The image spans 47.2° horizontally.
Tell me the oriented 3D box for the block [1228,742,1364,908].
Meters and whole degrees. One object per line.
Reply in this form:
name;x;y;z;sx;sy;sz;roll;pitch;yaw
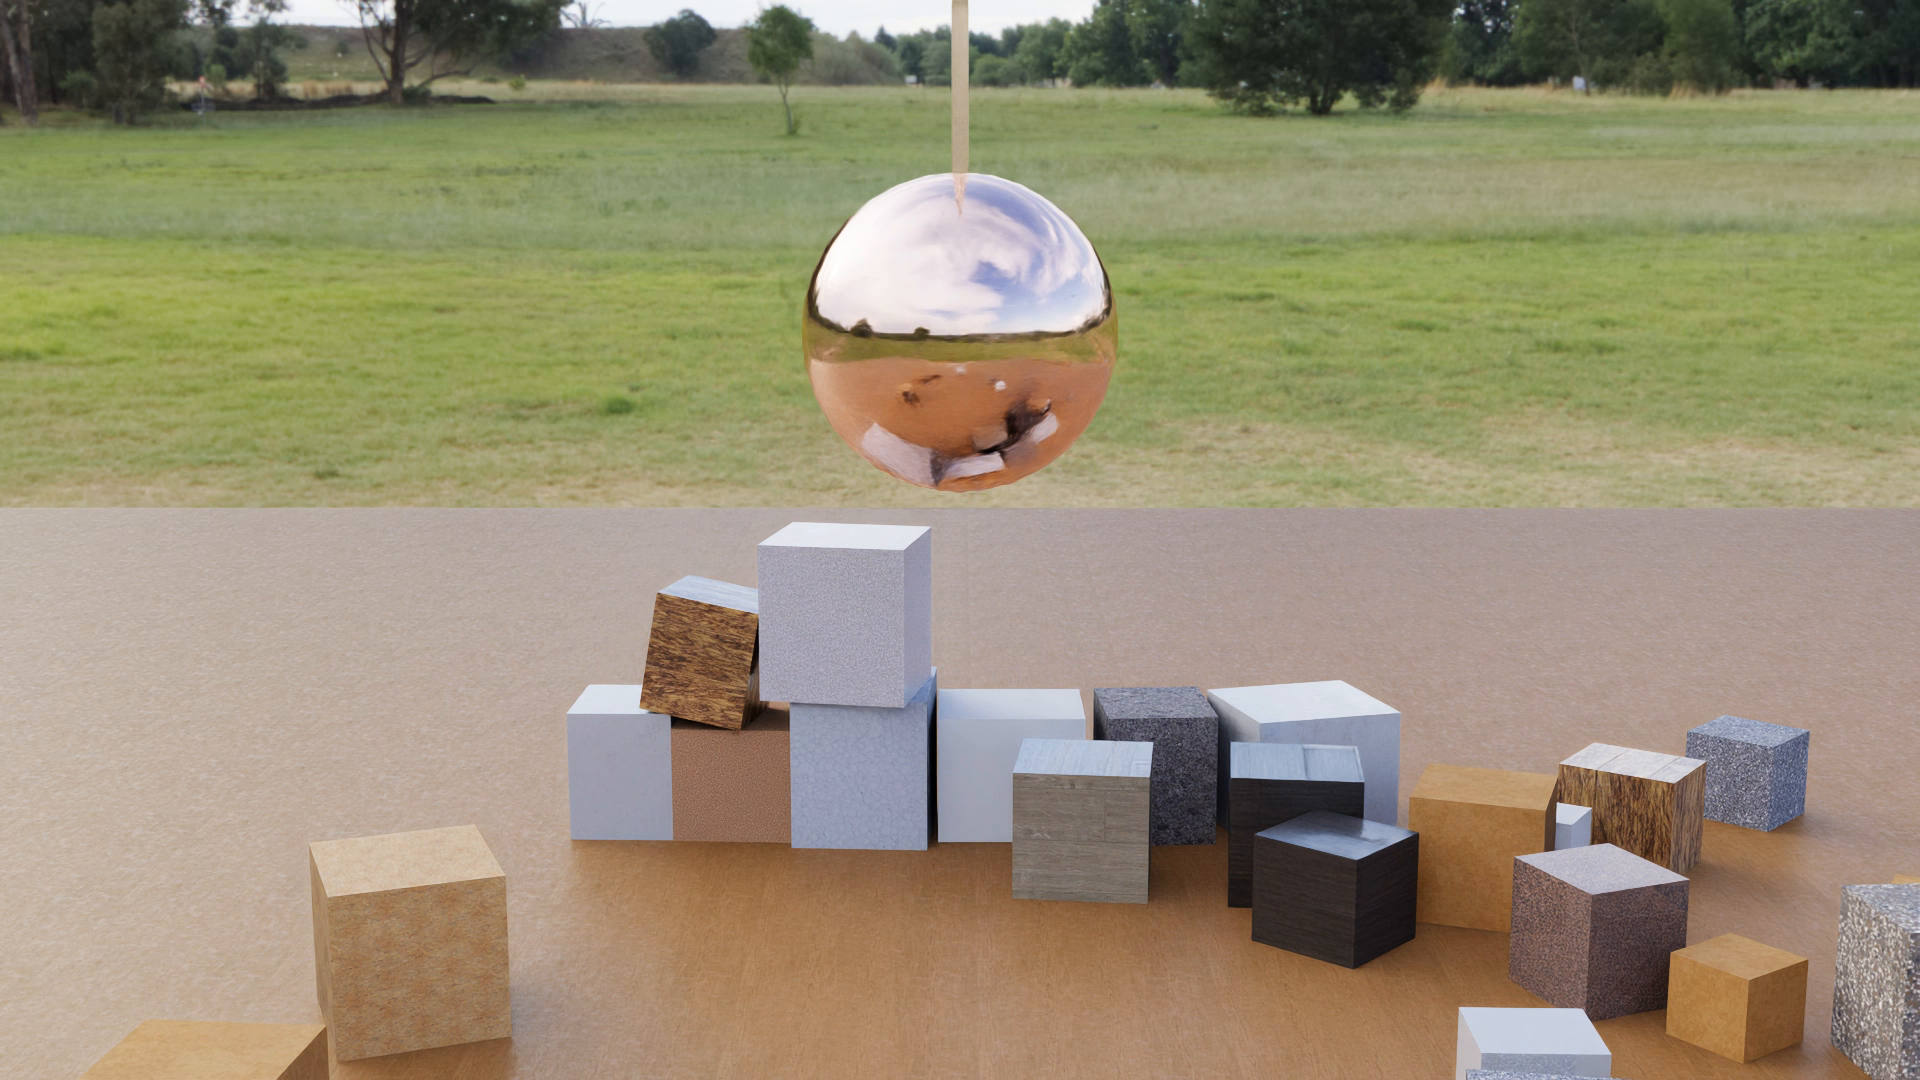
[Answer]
block;1.579;1.349;10.407;0.605;0.623;0.613;1;10;7

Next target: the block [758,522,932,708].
block;-0.570;0.364;11.083;0.732;0.785;0.663;2;11;11

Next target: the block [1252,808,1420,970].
block;1.662;1.536;9.747;0.527;0.491;0.513;9;14;41

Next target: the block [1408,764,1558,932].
block;2.411;1.416;10.145;0.598;0.584;0.583;4;11;20

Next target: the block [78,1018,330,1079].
block;-2.449;1.958;7.133;0.624;0.594;0.581;1;10;5

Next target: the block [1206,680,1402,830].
block;1.753;1.155;11.331;0.763;0.673;0.700;-3;11;-15

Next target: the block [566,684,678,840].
block;-1.711;1.146;11.412;0.525;0.661;0.593;0;10;1

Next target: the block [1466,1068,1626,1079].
block;1.906;2.042;6.839;0.631;0.536;0.607;2;10;9

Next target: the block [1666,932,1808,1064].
block;3.070;1.804;8.691;0.383;0.340;0.358;-7;13;-35

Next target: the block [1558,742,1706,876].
block;3.288;1.337;10.787;0.566;0.511;0.473;8;13;36

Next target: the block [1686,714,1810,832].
block;4.140;1.223;11.584;0.464;0.450;0.454;10;14;43

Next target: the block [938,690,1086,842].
block;0.260;1.160;11.390;0.741;0.643;0.614;0;10;0

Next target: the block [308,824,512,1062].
block;-2.224;1.606;8.871;0.674;0.667;0.708;-4;11;-22

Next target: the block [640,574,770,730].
block;-1.255;0.567;11.225;0.533;0.605;0.538;12;11;9

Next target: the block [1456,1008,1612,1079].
block;2.040;1.934;7.861;0.448;0.383;0.410;0;10;2

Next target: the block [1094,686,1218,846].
block;0.997;1.158;11.342;0.551;0.663;0.630;-1;10;-3

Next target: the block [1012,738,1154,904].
block;0.594;1.334;10.519;0.634;0.612;0.603;1;10;6

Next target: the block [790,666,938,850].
block;-0.484;1.108;11.329;0.682;0.766;0.740;1;10;3

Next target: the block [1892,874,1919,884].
block;4.128;1.683;9.247;0.440;0.380;0.425;6;12;29

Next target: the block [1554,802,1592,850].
block;2.792;1.465;10.516;0.349;0.356;0.313;6;12;32

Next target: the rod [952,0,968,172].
rod;0.000;-4.378;10.419;0.080;5.200;0.080;0;11;0

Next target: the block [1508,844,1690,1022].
block;2.647;1.621;9.134;0.487;0.542;0.511;-4;11;-22

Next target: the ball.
ball;0.000;-1.041;11.072;1.600;1.600;1.600;0;10;0

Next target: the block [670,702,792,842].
block;-1.133;1.191;11.387;0.613;0.583;0.589;1;10;3

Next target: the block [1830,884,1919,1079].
block;3.759;1.705;8.374;0.620;0.649;0.529;-1;10;-4
